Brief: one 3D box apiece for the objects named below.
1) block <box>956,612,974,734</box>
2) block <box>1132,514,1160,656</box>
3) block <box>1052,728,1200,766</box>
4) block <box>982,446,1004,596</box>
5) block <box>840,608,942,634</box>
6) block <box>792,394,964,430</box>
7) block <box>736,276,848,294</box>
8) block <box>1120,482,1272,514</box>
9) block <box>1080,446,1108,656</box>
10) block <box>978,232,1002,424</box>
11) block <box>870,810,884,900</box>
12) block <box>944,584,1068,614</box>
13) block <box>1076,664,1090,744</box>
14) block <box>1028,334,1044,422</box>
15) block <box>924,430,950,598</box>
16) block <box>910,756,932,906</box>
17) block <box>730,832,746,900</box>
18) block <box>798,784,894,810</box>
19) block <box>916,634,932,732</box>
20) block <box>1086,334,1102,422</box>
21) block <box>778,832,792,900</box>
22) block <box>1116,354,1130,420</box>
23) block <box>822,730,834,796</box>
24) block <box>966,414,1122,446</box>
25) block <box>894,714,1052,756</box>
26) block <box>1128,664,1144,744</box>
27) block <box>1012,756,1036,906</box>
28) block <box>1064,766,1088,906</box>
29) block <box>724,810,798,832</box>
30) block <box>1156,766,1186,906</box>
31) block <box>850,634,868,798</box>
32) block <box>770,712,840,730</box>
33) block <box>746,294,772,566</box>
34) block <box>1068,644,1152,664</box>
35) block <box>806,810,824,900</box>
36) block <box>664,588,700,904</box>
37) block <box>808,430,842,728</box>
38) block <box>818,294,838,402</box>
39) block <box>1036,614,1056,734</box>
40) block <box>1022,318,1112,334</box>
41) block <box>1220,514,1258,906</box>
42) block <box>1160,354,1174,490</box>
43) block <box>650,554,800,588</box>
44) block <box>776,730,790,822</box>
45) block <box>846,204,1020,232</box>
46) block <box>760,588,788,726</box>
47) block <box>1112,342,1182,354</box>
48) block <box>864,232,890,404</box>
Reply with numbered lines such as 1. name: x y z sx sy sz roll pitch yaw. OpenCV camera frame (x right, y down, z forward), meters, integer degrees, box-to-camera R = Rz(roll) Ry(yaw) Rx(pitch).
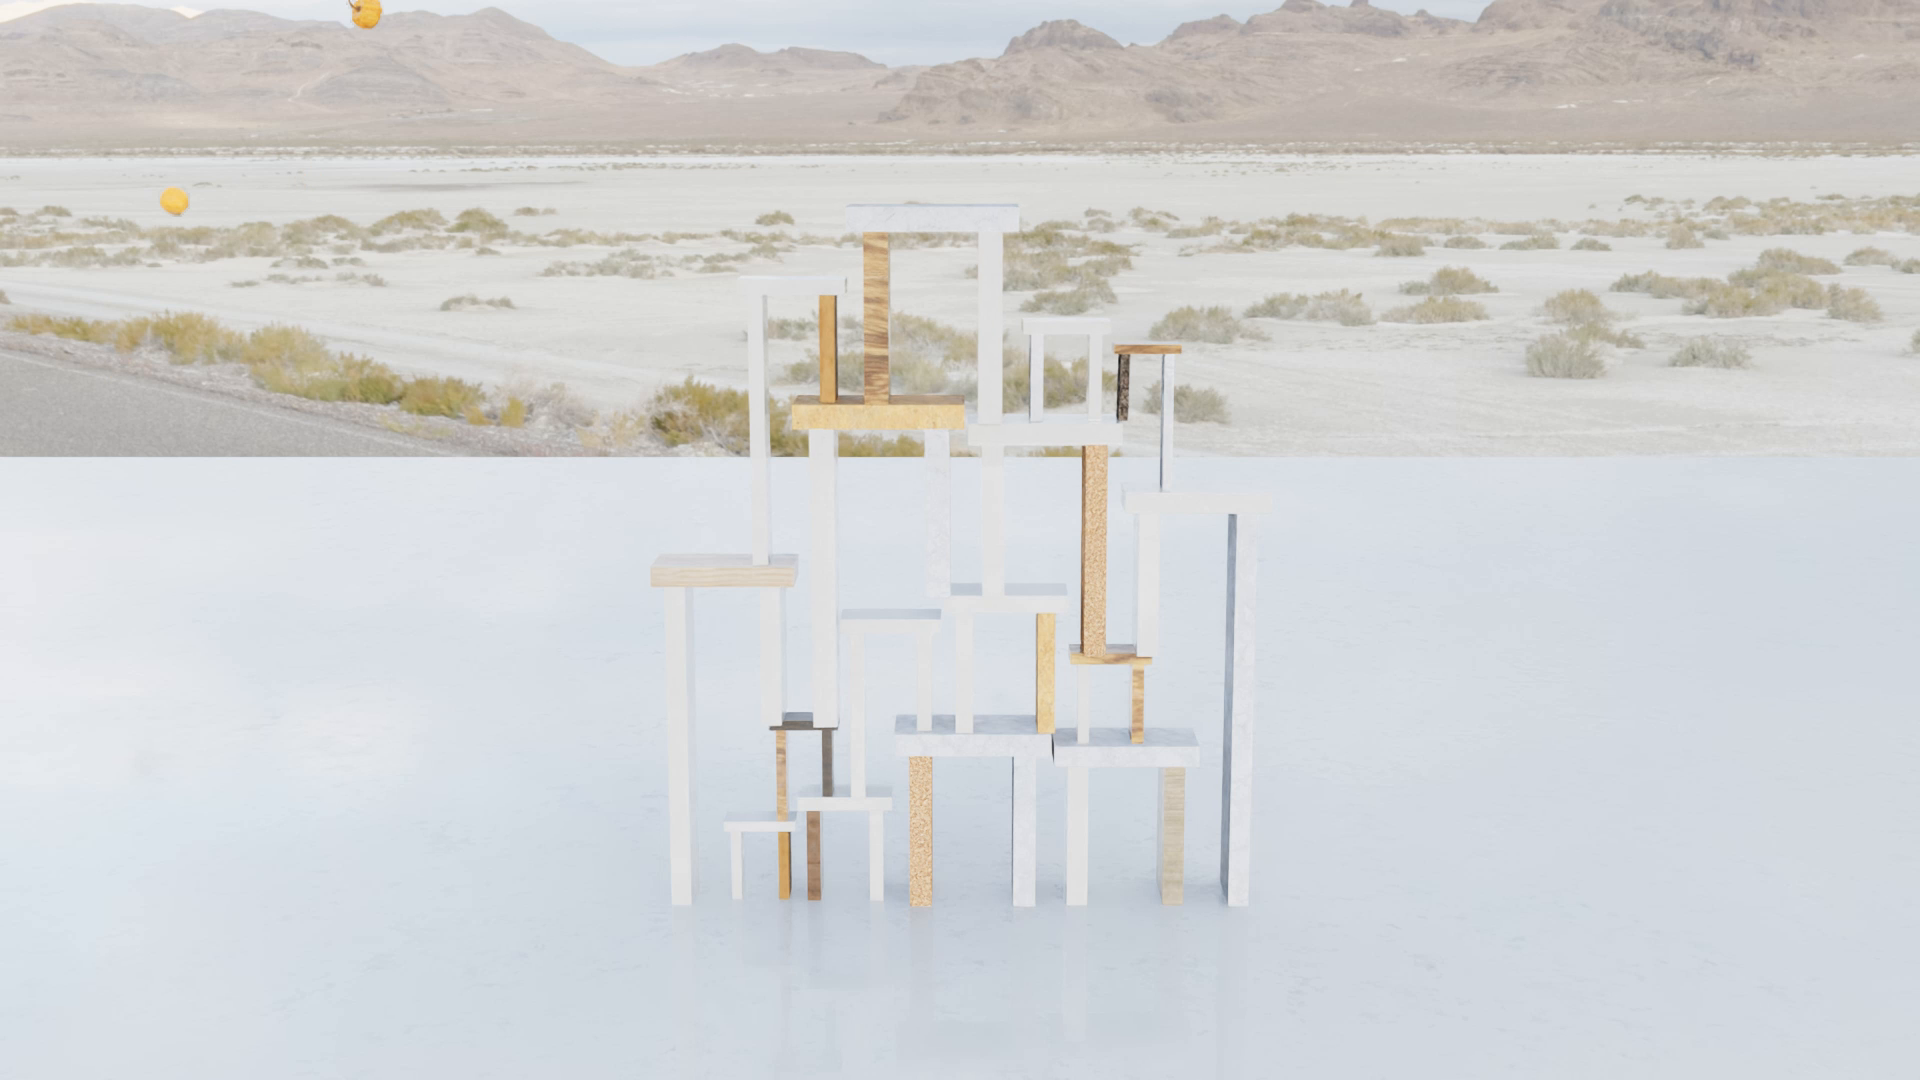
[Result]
1. block: 0.007 0.206 3.597 0.028 0.200 0.100 0 11 0
2. block: 0.301 0.062 3.571 0.033 0.233 0.117 0 10 0
3. block: 0.271 0.341 3.626 0.236 0.033 0.118 0 11 0
4. block: 0.053 -0.040 3.551 0.035 0.244 0.122 0 11 0
5. block: -0.112 0.132 3.587 0.163 0.023 0.081 0 11 0
6. block: -0.129 -0.205 3.521 0.271 0.038 0.135 0 11 0
7. block: -0.266 -0.404 3.487 0.170 0.024 0.085 0 11 -1
8. block: 0.379 -0.069 3.547 0.233 0.033 0.117 0 11 0
9. block: 0.217 0.008 3.563 0.035 0.343 0.122 0 11 0
10. block: 0.048 -0.342 3.497 0.038 0.300 0.135 0 11 0
11. block: -0.138 0.513 3.660 0.022 0.155 0.077 0 11 0
12. block: 0.074 0.094 3.574 0.200 0.028 0.100 0 11 1
13. block: 0.201 0.261 3.605 0.019 0.132 0.066 0 11 0
14. block: 0.122 -0.263 3.514 0.020 0.139 0.069 0 11 -1
15. block: -0.037 -0.053 3.550 0.038 0.271 0.135 -1 11 -1
16. block: -0.064 0.464 3.649 0.036 0.255 0.127 0 11 0
17. block: -0.369 0.532 3.660 0.017 0.117 0.059 0 11 0
18. block: -0.189 0.426 3.644 0.155 0.022 0.077 0 11 0
19. block: -0.058 0.223 3.604 0.023 0.163 0.081 0 11 0
20. block: 0.214 -0.263 3.514 0.020 0.139 0.069 0 11 -1
21. block: -0.291 0.532 3.660 0.017 0.117 0.059 0 11 0
22. block: 0.261 -0.247 3.517 0.015 0.106 0.053 1 10 -1
23. block: -0.218 0.361 3.627 0.016 0.112 0.056 0 11 0
24. block: 0.134 -0.177 3.528 0.244 0.035 0.122 0 11 -1
25. block: 0.021 0.321 3.622 0.255 0.036 0.127 0 11 0
26. block: 0.289 0.261 3.605 0.019 0.132 0.066 0 11 0
27. block: 0.105 0.464 3.649 0.036 0.255 0.127 0 11 0
28. block: 0.192 0.474 3.650 0.033 0.236 0.118 0 11 0
29. block: -0.330 0.466 3.648 0.117 0.017 0.058 0 11 0
30. block: 0.349 0.474 3.650 0.033 0.236 0.118 0 11 0
31. block: -0.167 0.279 3.615 0.023 0.277 0.081 0 11 0
32. block: -0.255 0.298 3.615 0.112 0.016 0.056 0 11 0
33. block: -0.321 -0.180 3.529 0.024 0.432 0.085 0 11 1
34. block: 0.245 0.186 3.592 0.132 0.019 0.066 0 11 0
35. block: -0.241 0.513 3.660 0.022 0.155 0.077 0 11 0
36. block: -0.457 0.327 3.622 0.032 0.534 0.114 0 11 0
37. block: -0.218 0.052 3.569 0.038 0.485 0.135 0 11 0
38. block: -0.210 -0.309 3.506 0.024 0.170 0.085 0 11 0
39. block: 0.141 0.206 3.595 0.028 0.200 0.100 0 11 2
40. block: 0.168 -0.341 3.498 0.139 0.020 0.069 0 11 -1
41. block: 0.457 0.269 3.609 0.033 0.653 0.117 0 11 0
42. block: 0.332 -0.192 3.526 0.015 0.217 0.053 0 11 0
43. block: -0.380 0.049 3.570 0.229 0.032 0.114 0 11 0
44. block: -0.293 0.382 3.631 0.016 0.156 0.056 0 11 0
45. block: -0.042 -0.508 3.467 0.269 0.038 0.135 0 11 1
46. block: -0.304 0.177 3.593 0.032 0.229 0.114 0 11 0
47. block: 0.297 -0.306 3.505 0.106 0.015 0.053 0 10 -1
48. block: -0.132 -0.357 3.497 0.038 0.269 0.135 0 11 0
